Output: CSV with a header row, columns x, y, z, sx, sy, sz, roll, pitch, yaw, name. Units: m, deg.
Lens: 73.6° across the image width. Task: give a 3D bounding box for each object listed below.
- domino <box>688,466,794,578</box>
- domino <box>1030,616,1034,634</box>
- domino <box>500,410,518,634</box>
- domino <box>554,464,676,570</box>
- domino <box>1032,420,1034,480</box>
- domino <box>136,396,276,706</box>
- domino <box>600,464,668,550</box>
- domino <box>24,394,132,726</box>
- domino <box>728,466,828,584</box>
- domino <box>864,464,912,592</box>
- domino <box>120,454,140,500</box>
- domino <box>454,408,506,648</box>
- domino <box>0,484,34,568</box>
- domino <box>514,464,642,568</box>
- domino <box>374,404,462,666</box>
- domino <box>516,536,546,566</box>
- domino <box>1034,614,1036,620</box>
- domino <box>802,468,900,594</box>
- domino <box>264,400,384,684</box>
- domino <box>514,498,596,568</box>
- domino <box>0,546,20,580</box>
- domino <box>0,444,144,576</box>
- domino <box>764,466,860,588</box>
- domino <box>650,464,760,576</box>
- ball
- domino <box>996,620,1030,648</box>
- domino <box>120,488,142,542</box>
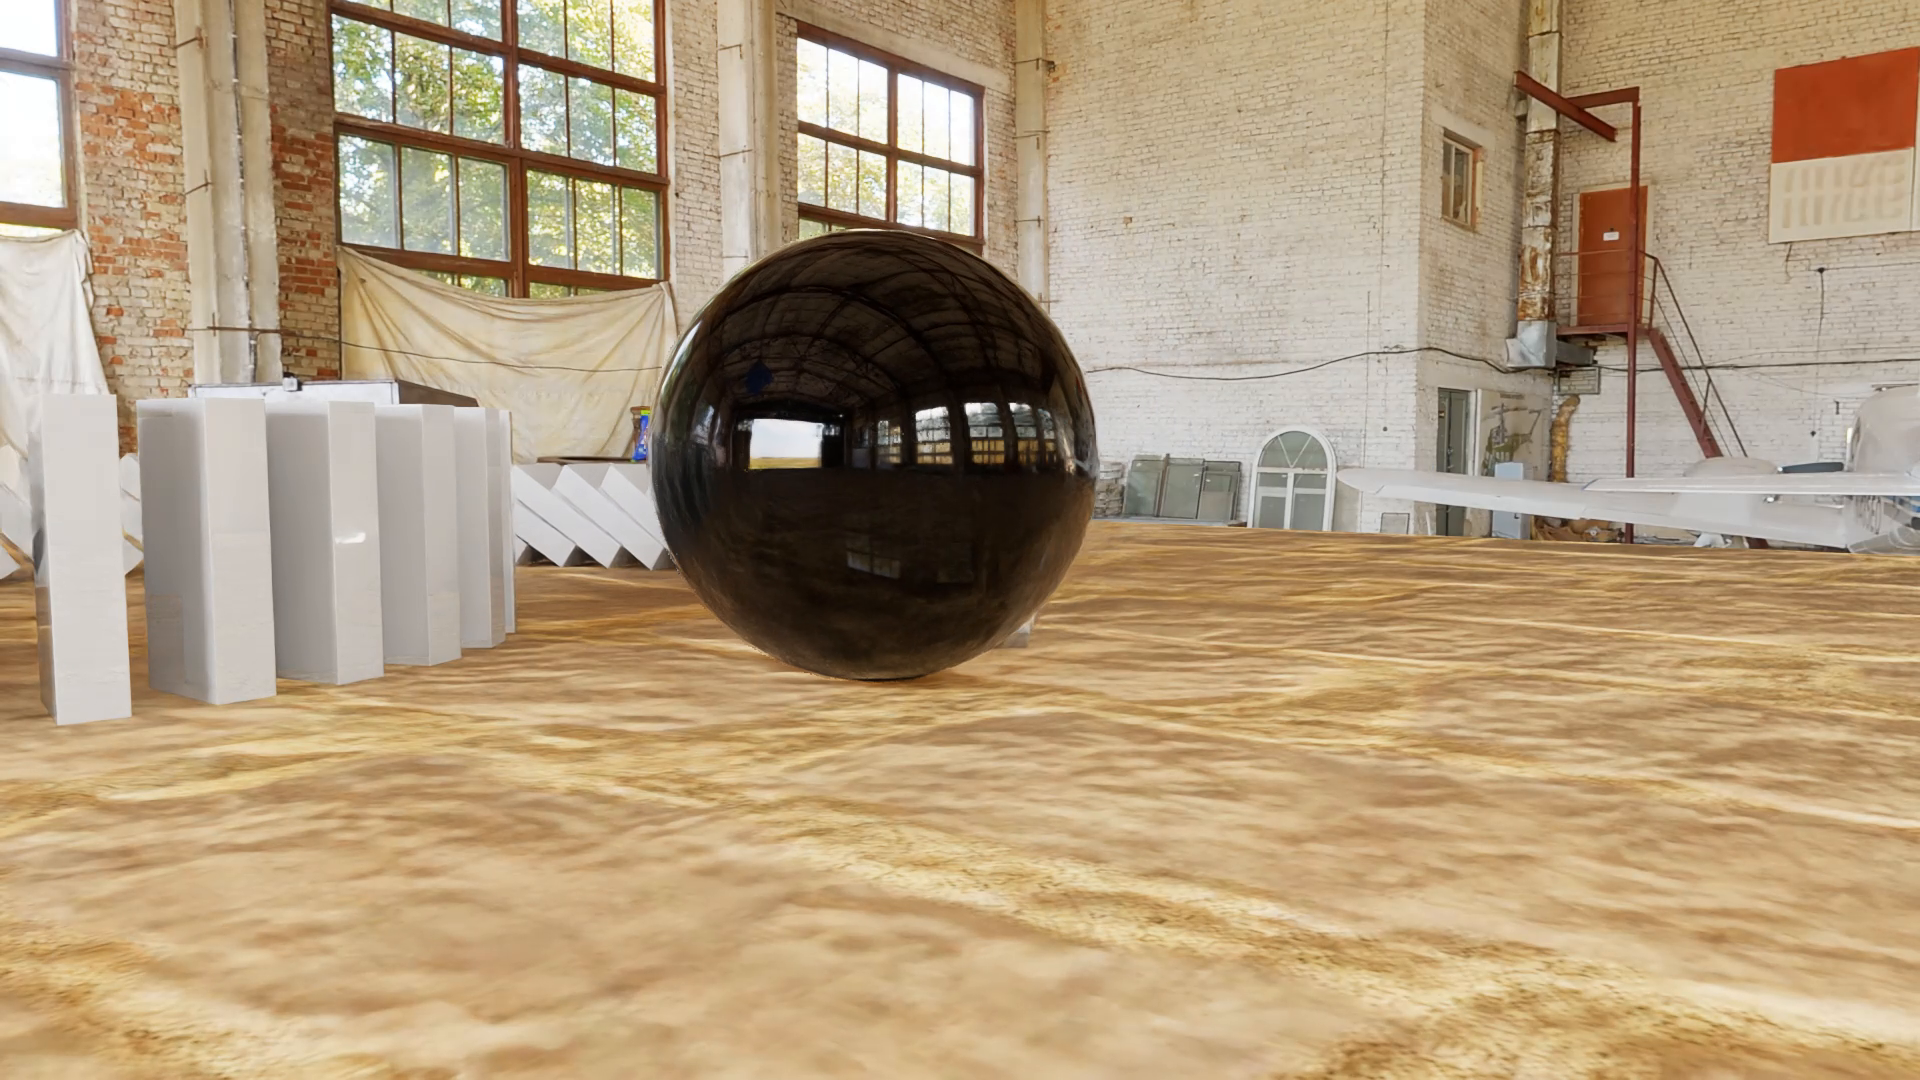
x,y,z,sx,sy,sz,roll,pitch,yaw,name
-0.066,-0.007,0.424,0.025,0.009,0.050,-4,39,-47,domino
0.004,-0.004,0.295,0.025,0.050,0.009,0,-25,2,domino
-0.114,-0.004,0.289,0.025,0.050,0.009,-1,4,-16,domino
-0.115,-0.009,0.450,0.050,0.009,0.025,37,18,18,domino
0.005,-0.005,0.306,0.025,0.050,0.010,0,-25,2,domino
-0.128,0.001,0.218,0.025,0.050,0.010,3,5,36,domino
-0.098,-0.008,0.443,0.050,0.009,0.025,39,22,23,domino
-0.141,0.002,0.205,0.010,0.050,0.025,-4,6,-40,domino
-0.051,-0.006,0.412,0.025,0.009,0.050,-3,38,-41,domino
-0.011,-0.004,0.373,0.025,0.009,0.050,4,34,-18,domino
-0.258,-0.009,0.430,0.050,0.009,0.025,42,-15,-24,domino
-0.111,-0.003,0.270,0.025,0.050,0.009,0,4,-3,domino
-0.296,-0.009,0.395,0.025,0.050,0.009,4,45,46,domino
-0.134,-0.009,0.454,0.050,0.009,0.025,35,13,12,domino
-0.112,-0.001,0.252,0.025,0.050,0.009,1,4,15,domino
-0.171,-0.010,0.457,0.050,0.009,0.025,35,7,3,domino
0.006,-0.005,0.317,0.025,0.050,0.009,0,-26,1,domino
-0.026,-0.004,0.385,0.025,0.009,0.050,-3,38,-32,domino
-0.119,0.000,0.234,0.025,0.050,0.009,2,5,25,domino
-0.153,-0.009,0.456,0.050,0.009,0.025,35,10,7,domino
-0.306,-0.010,0.381,0.025,0.050,0.010,3,39,37,domino
-0.285,-0.009,0.408,0.025,0.050,0.009,6,51,53,domino
-0.038,-0.005,0.399,0.025,0.009,0.050,-3,38,-37,domino
-0.080,-0.008,0.435,0.050,0.009,0.025,42,28,30,domino
-0.015,-0.015,0.230,0.080,0.080,0.080,0,4,0,ball
0.002,-0.002,0.274,0.025,0.050,0.009,0,-25,2,domino
-0.272,-0.009,0.419,0.050,0.009,0.025,46,-21,-27,domino
